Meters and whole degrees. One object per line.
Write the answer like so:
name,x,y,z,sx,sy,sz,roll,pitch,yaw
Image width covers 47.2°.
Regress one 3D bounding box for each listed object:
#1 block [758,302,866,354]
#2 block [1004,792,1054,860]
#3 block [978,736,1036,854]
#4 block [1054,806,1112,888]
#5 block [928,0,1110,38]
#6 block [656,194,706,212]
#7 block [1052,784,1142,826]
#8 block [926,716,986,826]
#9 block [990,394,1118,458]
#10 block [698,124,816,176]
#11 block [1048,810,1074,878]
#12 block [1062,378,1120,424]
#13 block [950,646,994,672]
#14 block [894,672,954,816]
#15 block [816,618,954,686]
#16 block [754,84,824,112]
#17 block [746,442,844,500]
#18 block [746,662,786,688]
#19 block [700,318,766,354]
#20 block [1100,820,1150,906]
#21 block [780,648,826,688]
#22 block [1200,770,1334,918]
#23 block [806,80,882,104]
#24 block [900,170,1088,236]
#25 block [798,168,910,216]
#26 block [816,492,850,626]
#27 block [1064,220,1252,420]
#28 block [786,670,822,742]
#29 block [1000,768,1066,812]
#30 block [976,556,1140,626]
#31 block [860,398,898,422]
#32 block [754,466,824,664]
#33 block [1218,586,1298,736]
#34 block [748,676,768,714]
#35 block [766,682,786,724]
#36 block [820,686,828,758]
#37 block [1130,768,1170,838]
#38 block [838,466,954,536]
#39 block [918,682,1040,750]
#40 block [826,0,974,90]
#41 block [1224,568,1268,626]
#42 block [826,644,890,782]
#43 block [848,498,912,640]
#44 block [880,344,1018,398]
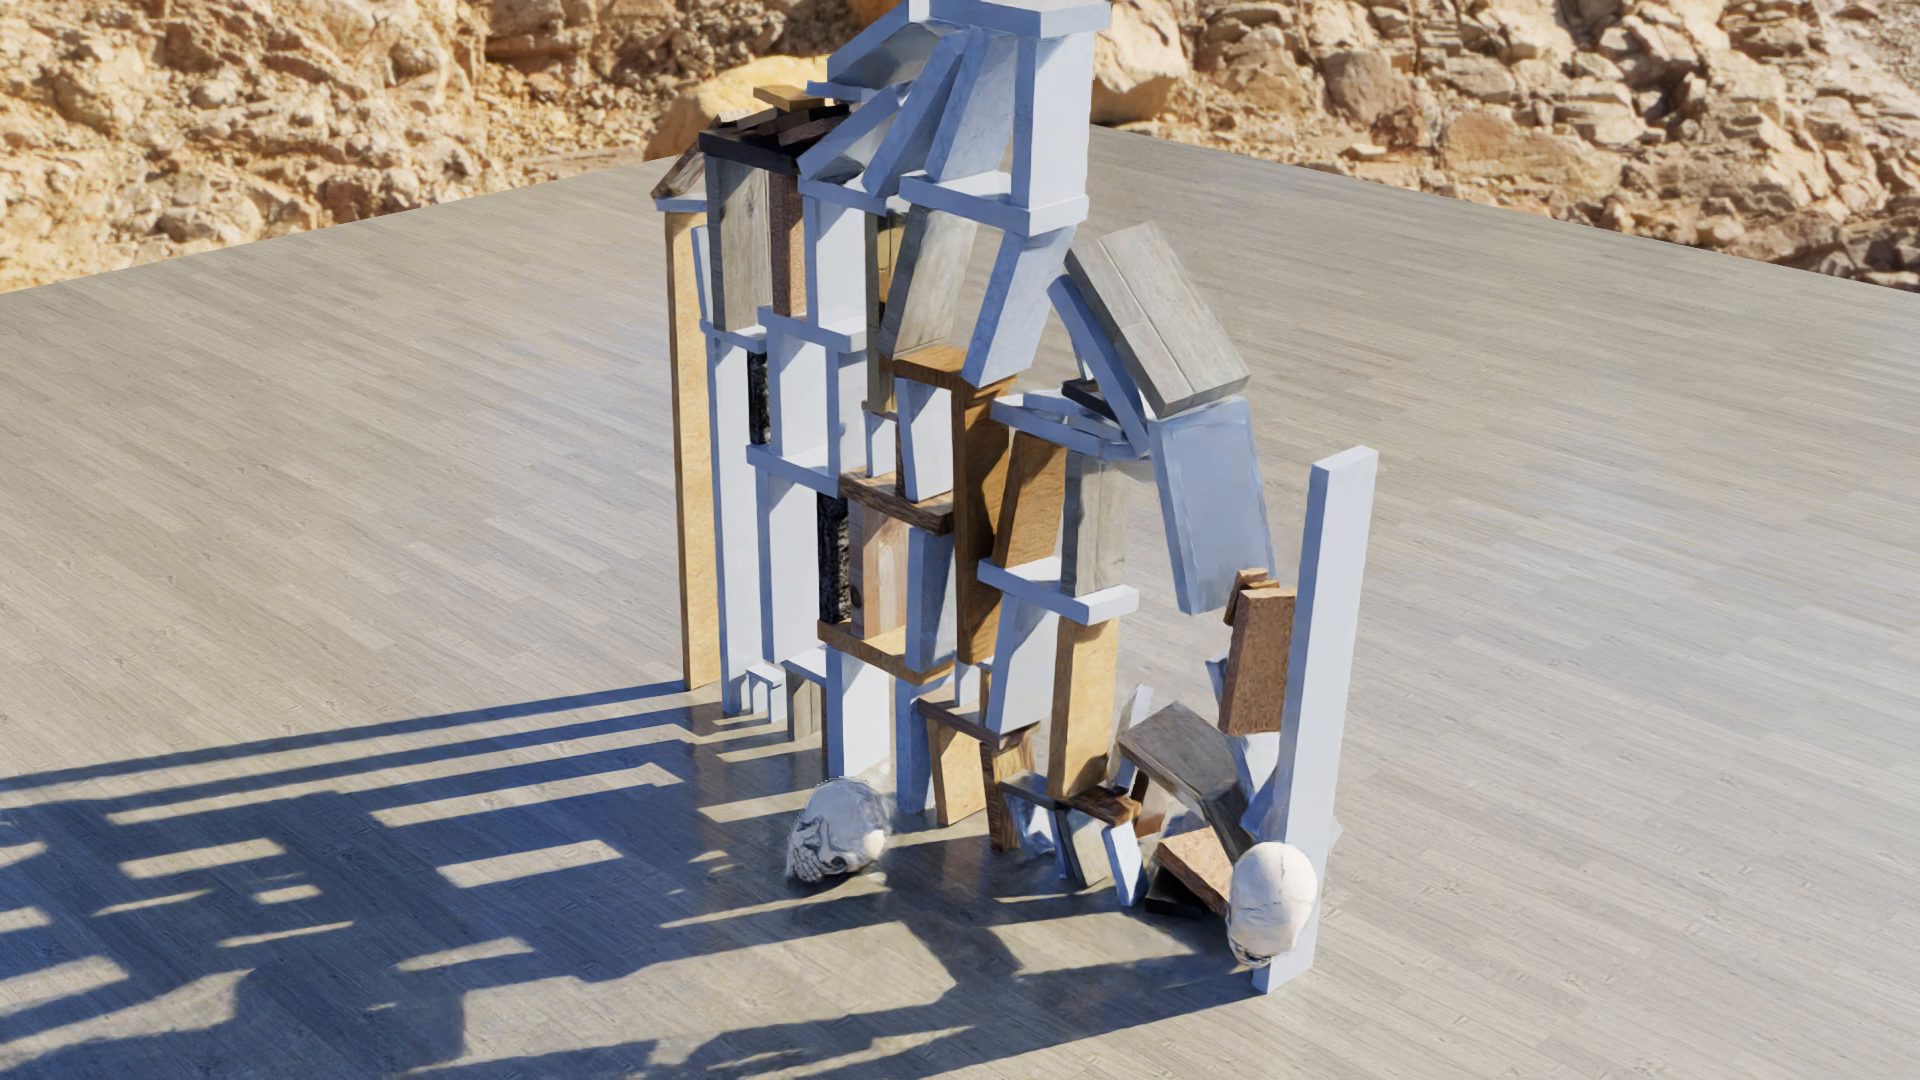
block,-0.263,-0.428,4.331,0.133,0.038,0.265,-21,31,-40
block,0.136,0.547,4.301,0.069,0.139,0.020,-22,6,-41
block,0.100,0.487,4.320,0.032,0.227,0.113,10,23,44
block,0.238,0.577,4.208,0.078,0.157,0.022,-22,6,-42
block,0.098,-0.895,3.711,0.150,0.043,0.301,-17,27,-34
block,-0.541,-0.701,4.572,0.093,0.026,0.186,-18,18,-39
block,0.256,0.493,4.161,0.157,0.022,0.078,20,25,37
block,-0.005,0.446,4.416,0.113,0.227,0.032,-21,23,-41
block,0.197,-0.215,4.036,0.134,0.038,0.267,-14,27,-42
block,-0.367,-0.767,4.301,0.142,0.040,0.284,-20,30,-39
block,0.210,0.573,4.232,0.069,0.139,0.020,-21,16,-41
block,0.272,-0.241,3.853,0.090,0.026,0.181,-11,30,-39
block,0.037,0.226,4.273,0.104,0.015,0.052,21,30,40
block,-0.060,0.391,4.452,0.151,0.302,0.043,-21,31,-41
block,-0.133,0.205,4.448,0.151,0.043,0.302,-21,30,-40
block,-0.329,-0.850,4.225,0.076,0.022,0.152,-11,26,-30
block,-0.290,-0.157,4.472,0.141,0.040,0.283,-21,31,-40
block,-0.422,0.295,4.815,0.092,0.013,0.046,21,31,41
block,-0.433,-0.427,4.505,0.101,0.029,0.202,-19,29,-38
block,0.311,0.602,4.144,0.022,0.157,0.078,-7,16,33
block,-0.296,0.270,4.667,0.083,0.024,0.166,-21,31,-40
block,0.551,0.546,3.938,0.145,0.290,0.041,-34,16,-25
block,-0.199,-0.835,4.117,0.092,0.026,0.184,0,13,-38
block,0.059,-0.608,3.903,0.311,0.044,0.155,23,32,38
block,-0.177,-0.659,4.140,0.125,0.035,0.250,-20,30,-40
block,-0.223,0.018,4.472,0.040,0.283,0.141,21,31,41
block,0.330,-0.374,3.702,0.169,0.048,0.338,-20,66,-21
block,-0.335,0.343,4.740,0.083,0.166,0.024,-21,31,-40
block,0.153,0.483,4.249,0.139,0.020,0.069,18,29,41
block,0.182,0.084,4.114,0.281,0.040,0.140,22,26,40
block,-0.123,-0.252,4.240,0.066,0.019,0.132,-21,31,-40
block,-0.357,0.037,4.627,0.141,0.438,0.040,-21,31,-40
block,0.518,0.206,3.731,0.126,0.253,0.036,-3,22,-24
block,-0.444,0.334,4.855,0.013,0.092,0.046,21,31,41
block,-0.400,0.351,4.815,0.013,0.092,0.046,21,31,41
block,-0.256,0.373,4.668,0.024,0.167,0.083,21,31,41
block,0.380,0.473,4.292,0.030,0.213,0.107,23,15,33
block,-0.084,-0.087,4.269,0.148,0.042,0.296,-19,30,-38
block,0.036,0.342,4.327,0.113,0.032,0.227,-21,31,-41
block,-0.098,-0.891,3.982,0.162,0.046,0.323,3,-10,-30
block,0.484,0.097,3.725,0.052,0.104,0.015,-5,36,-26
block,-0.212,0.337,4.578,0.043,0.302,0.151,16,28,33
block,-0.152,0.039,4.405,0.148,0.296,0.042,-20,30,-39
block,-0.022,-0.322,4.108,0.238,0.034,0.119,19,29,37
